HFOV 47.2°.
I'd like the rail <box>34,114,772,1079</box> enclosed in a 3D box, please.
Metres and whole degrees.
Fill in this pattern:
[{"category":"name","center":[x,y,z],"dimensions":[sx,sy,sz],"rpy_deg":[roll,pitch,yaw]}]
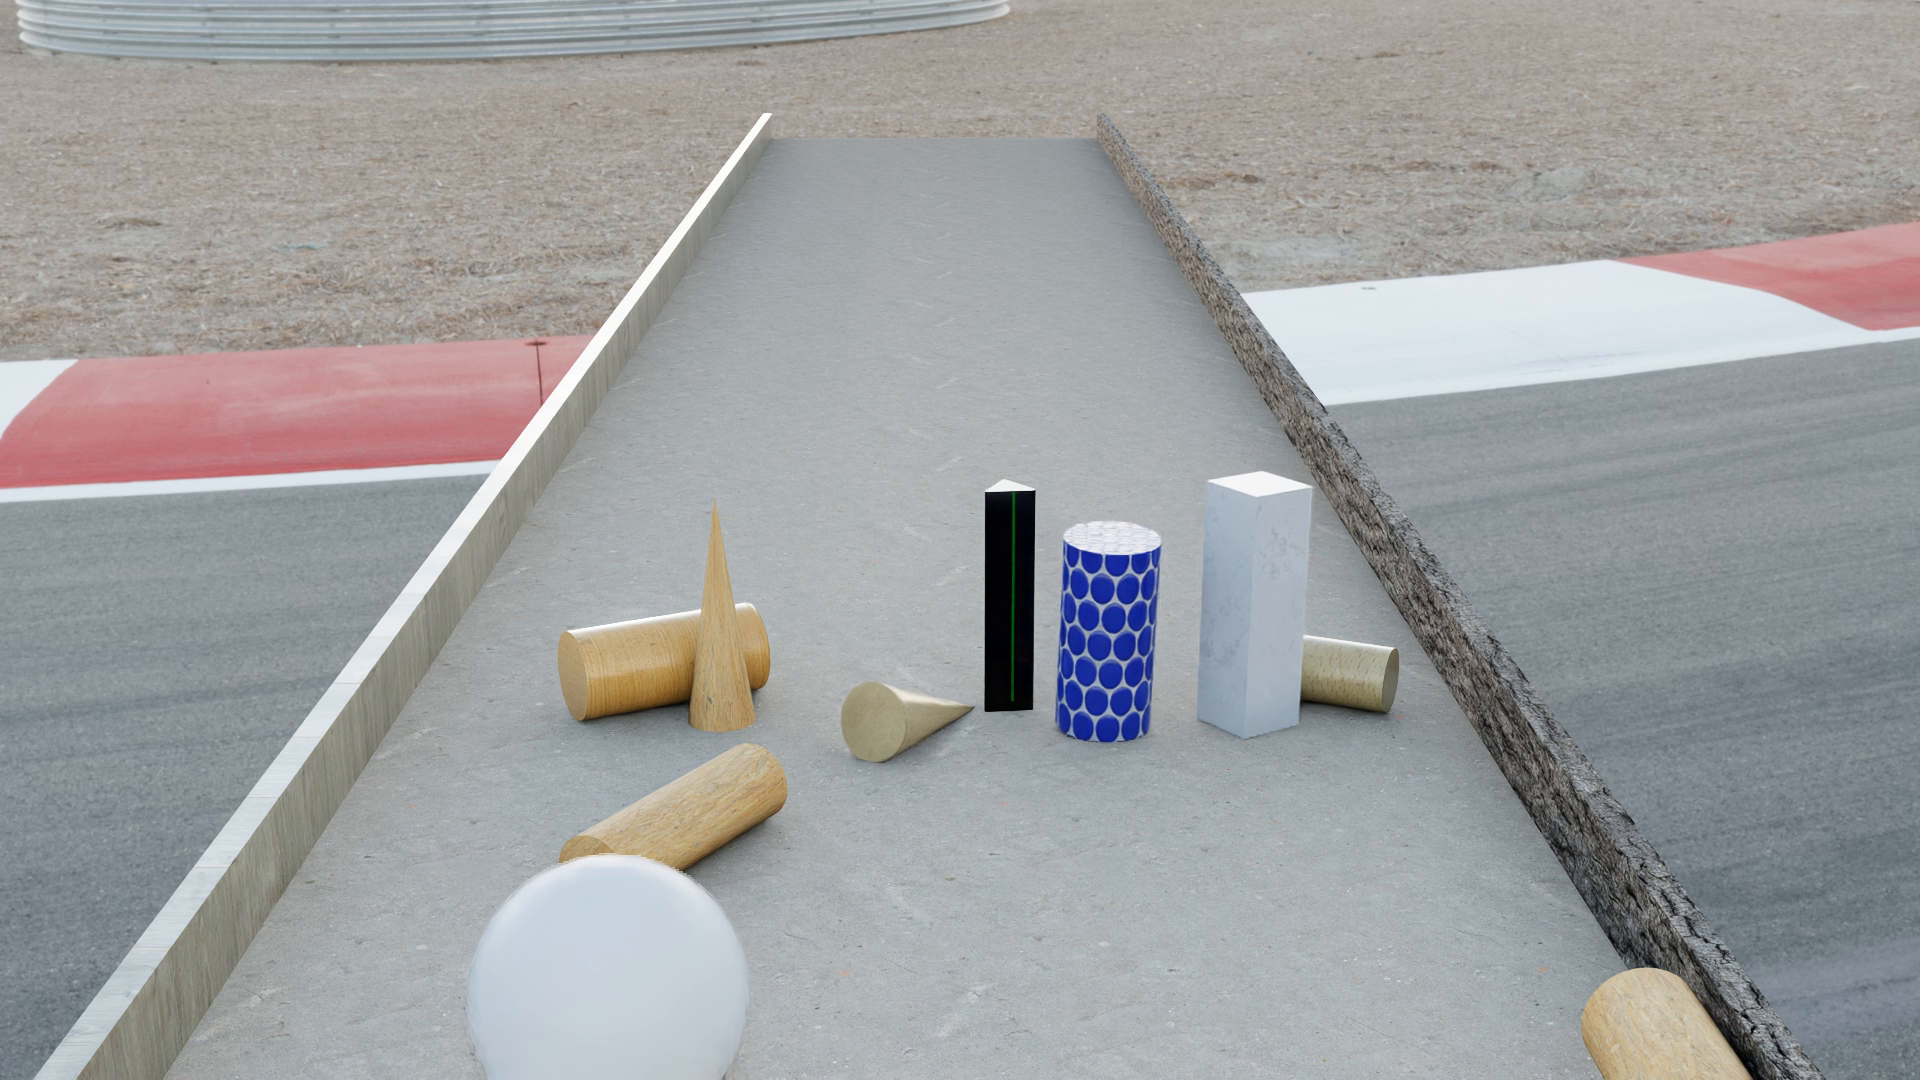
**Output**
[{"category":"rail","center":[-1.118,-0.838,7.780],"dimensions":[0.050,0.150,12.000],"rpy_deg":[0,17,-1]}]

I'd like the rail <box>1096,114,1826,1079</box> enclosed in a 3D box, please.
[{"category":"rail","center":[0.932,-0.844,7.801],"dimensions":[0.050,0.150,12.000],"rpy_deg":[0,17,-1]}]

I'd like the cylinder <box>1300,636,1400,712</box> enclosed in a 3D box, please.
[{"category":"cylinder","center":[0.668,0.245,4.188],"dimensions":[0.310,0.123,0.123],"rpy_deg":[8,18,24]}]

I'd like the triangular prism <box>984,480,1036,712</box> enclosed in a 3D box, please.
[{"category":"triangular prism","center":[0.087,0.104,4.121],"dimensions":[0.092,0.430,0.079],"rpy_deg":[-2,17,-7]}]

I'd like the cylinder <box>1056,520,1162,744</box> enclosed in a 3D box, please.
[{"category":"cylinder","center":[0.269,0.167,4.005],"dimensions":[0.176,0.365,0.176],"rpy_deg":[1,21,-1]}]

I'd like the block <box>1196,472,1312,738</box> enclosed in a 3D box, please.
[{"category":"block","center":[0.537,0.118,4.027],"dimensions":[0.134,0.455,0.134],"rpy_deg":[-10,19,-33]}]

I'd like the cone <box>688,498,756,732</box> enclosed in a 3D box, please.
[{"category":"cone","center":[-0.444,0.127,4.040],"dimensions":[0.126,0.433,0.126],"rpy_deg":[0,17,0]}]

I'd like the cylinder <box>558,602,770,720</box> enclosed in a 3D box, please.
[{"category":"cylinder","center":[-0.560,0.228,4.166],"dimensions":[0.363,0.169,0.169],"rpy_deg":[-9,19,-28]}]

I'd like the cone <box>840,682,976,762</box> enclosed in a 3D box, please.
[{"category":"cone","center":[-0.063,0.319,4.031],"dimensions":[0.144,0.144,0.325],"rpy_deg":[12,8,34]}]

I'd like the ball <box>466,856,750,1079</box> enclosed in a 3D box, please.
[{"category":"ball","center":[-0.434,0.565,2.721],"dimensions":[0.346,0.346,0.346],"rpy_deg":[0,17,0]}]

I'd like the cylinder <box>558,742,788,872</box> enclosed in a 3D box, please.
[{"category":"cylinder","center":[-0.446,0.452,3.478],"dimensions":[0.131,0.131,0.425],"rpy_deg":[9,19,28]}]

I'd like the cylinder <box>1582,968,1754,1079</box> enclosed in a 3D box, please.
[{"category":"cylinder","center":[0.886,0.684,2.654],"dimensions":[0.155,0.155,0.415],"rpy_deg":[0,17,-1]}]
